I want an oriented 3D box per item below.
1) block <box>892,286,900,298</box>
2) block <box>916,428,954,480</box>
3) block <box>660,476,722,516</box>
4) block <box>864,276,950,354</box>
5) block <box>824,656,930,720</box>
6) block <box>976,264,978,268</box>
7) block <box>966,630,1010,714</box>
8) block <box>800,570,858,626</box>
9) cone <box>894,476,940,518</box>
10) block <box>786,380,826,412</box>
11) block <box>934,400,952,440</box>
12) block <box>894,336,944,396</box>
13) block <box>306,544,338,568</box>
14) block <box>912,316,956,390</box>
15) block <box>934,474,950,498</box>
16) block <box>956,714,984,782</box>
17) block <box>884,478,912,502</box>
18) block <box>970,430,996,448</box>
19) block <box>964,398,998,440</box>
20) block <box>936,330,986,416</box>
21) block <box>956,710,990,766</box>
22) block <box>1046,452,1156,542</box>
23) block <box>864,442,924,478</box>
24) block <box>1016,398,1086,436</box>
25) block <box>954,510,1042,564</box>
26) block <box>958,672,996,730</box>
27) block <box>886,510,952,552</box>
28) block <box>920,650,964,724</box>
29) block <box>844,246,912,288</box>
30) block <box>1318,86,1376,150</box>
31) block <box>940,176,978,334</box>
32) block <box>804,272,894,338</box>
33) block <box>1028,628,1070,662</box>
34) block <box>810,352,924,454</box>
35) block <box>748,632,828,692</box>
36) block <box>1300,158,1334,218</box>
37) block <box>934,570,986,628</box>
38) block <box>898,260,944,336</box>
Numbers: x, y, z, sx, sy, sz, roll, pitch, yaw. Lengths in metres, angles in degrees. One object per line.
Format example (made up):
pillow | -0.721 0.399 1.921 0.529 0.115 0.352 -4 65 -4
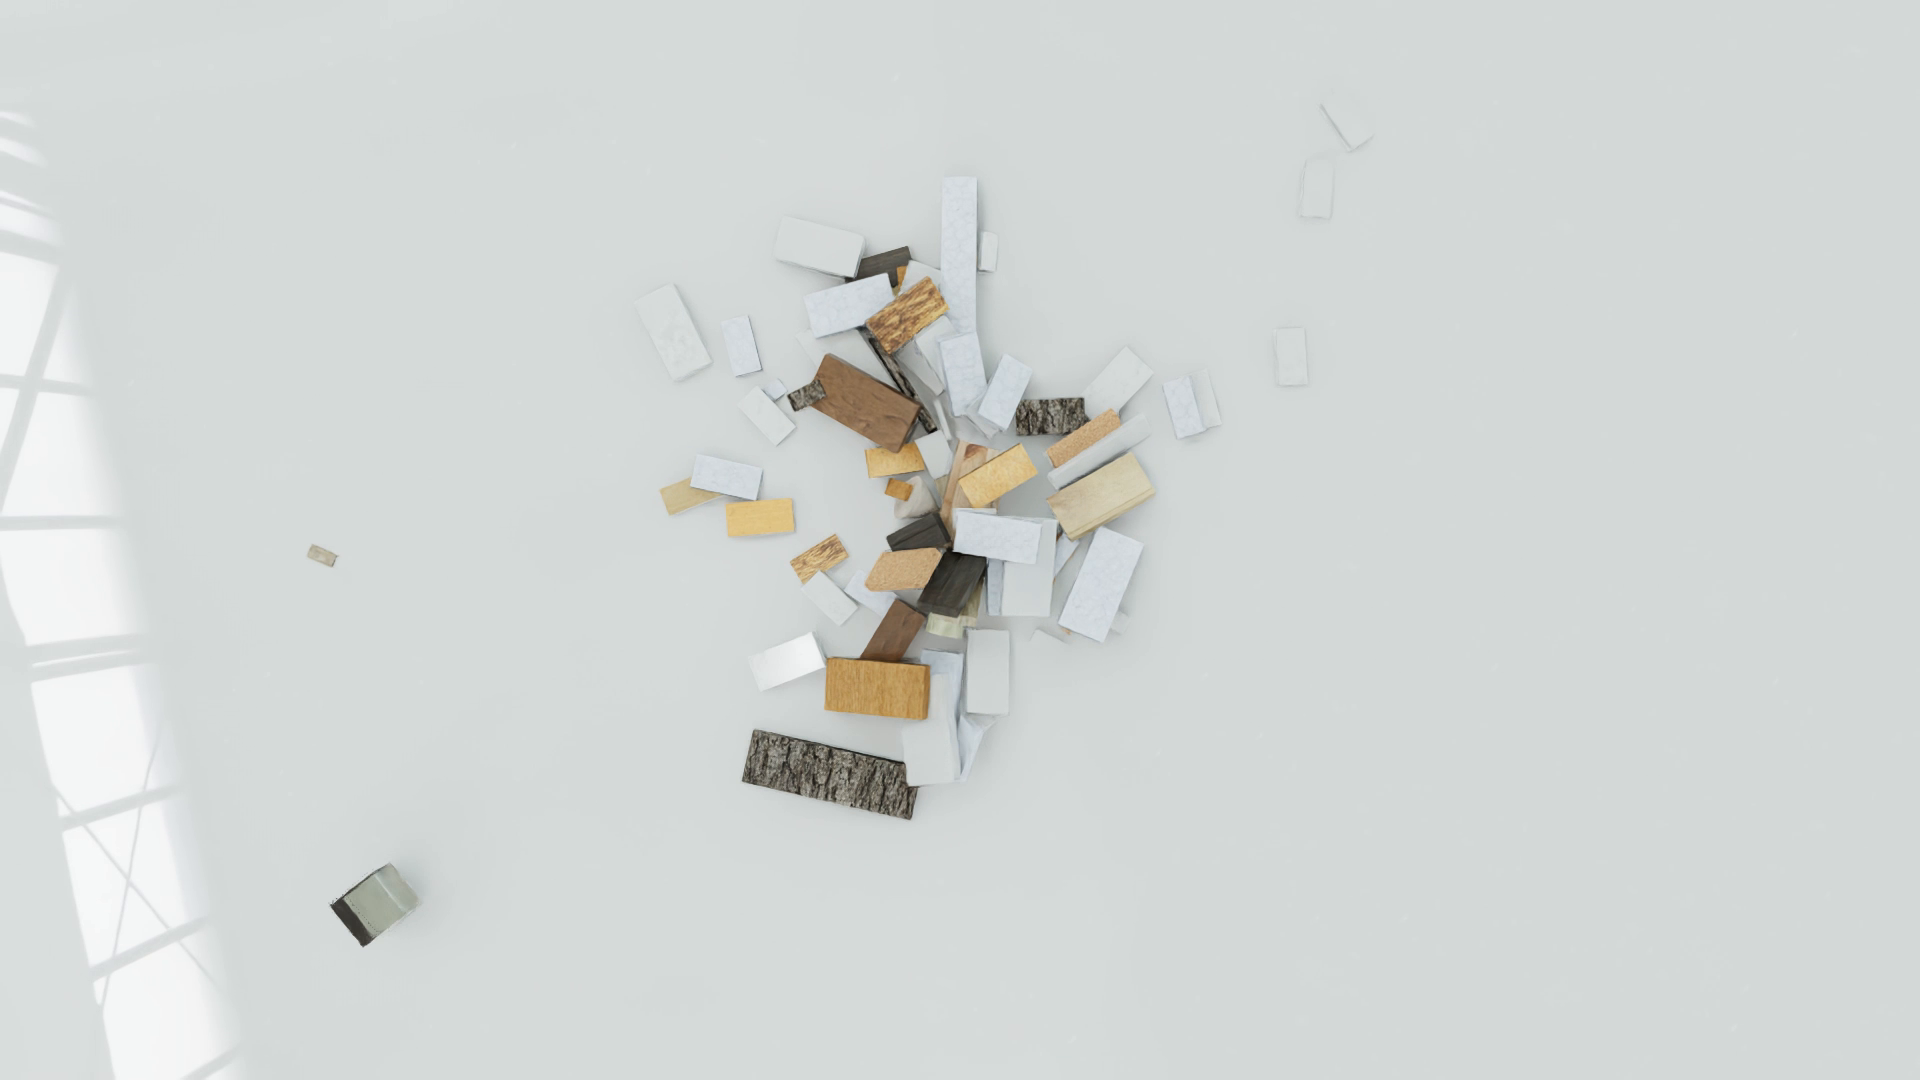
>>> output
block | -0.194 -0.784 5.465 0.226 0.032 0.113 -34 102 4
block | -0.068 -0.265 5.469 0.094 0.027 0.187 -25 100 -1
block | -0.895 -0.158 5.487 0.187 0.027 0.094 -22 90 0
block | -0.172 -0.732 5.369 0.257 0.036 0.128 -38 108 -10
block | -0.273 0.486 5.416 0.349 0.049 0.175 3 91 20
block | 0.019 -0.891 5.476 0.056 0.016 0.112 25 88 2
block | 0.090 0.437 5.443 0.137 0.039 0.275 2 78 -7
block | -0.434 0.193 5.474 0.090 0.025 0.179 -45 98 2
cone | -0.111 -0.107 5.465 0.157 0.157 0.157 29 90 -27
block | -0.503 -0.473 5.414 0.123 0.017 0.062 -25 93 18
block | -0.058 -0.395 5.467 0.018 0.065 0.131 -18 90 -1
block | -0.116 -0.601 5.484 0.232 0.033 0.116 44 90 0
block | -2.126 0.053 5.494 0.090 0.013 0.045 24 90 0
block | -0.035 -0.595 5.419 0.128 0.036 0.257 -36 116 -5
block | -0.009 -0.130 5.469 0.094 0.027 0.187 -23 100 -2
block | 0.012 0.684 5.417 0.028 0.099 0.198 1 119 -35
block | -0.203 -0.166 5.452 0.016 0.113 0.057 19 90 -41
block | 0.053 -0.303 5.491 0.065 0.018 0.131 36 90 0
block | 0.075 -0.402 5.447 0.065 0.018 0.131 -49 119 -16
block | 0.013 -0.547 5.413 0.128 0.036 0.256 -17 113 -13
block | 0.034 0.650 5.486 0.099 0.028 0.198 -12 90 0
block | 0.467 -0.142 5.455 0.322 0.046 0.161 -29 74 0
block | -0.217 -0.264 5.456 0.187 0.027 0.094 -9 90 -20
block | 0.300 -0.408 5.462 0.228 0.032 0.114 -2 90 11
block | 0.121 -0.010 5.345 0.269 0.038 0.135 9 100 3
block | 0.039 0.533 5.460 0.099 0.028 0.198 -23 82 -1
block | -0.137 -0.004 5.422 0.220 0.031 0.110 -26 90 37
block | -0.070 0.506 5.447 0.137 0.039 0.275 5 89 29
block | -0.268 -0.888 5.484 0.232 0.033 0.116 -16 90 0
block | 1.288 -1.403 5.487 0.095 0.027 0.189 -35 90 0
block | -0.003 -0.939 5.455 0.116 0.033 0.525 0 85 6
block | -0.358 -0.771 5.416 0.284 0.040 0.142 -16 101 -1
block | 0.296 0.350 5.491 0.125 0.018 0.063 26 90 0
block | -0.318 -0.448 5.403 0.358 0.051 0.179 30 107 8
block | -0.572 0.403 5.459 0.240 0.034 0.120 -22 90 12
block | 1.188 -1.168 5.487 0.093 0.026 0.186 5 90 0
block | 0.000 0.173 5.377 0.137 0.275 0.039 12 125 0
block | -0.146 -0.790 5.410 0.113 0.032 0.226 18 92 -24
